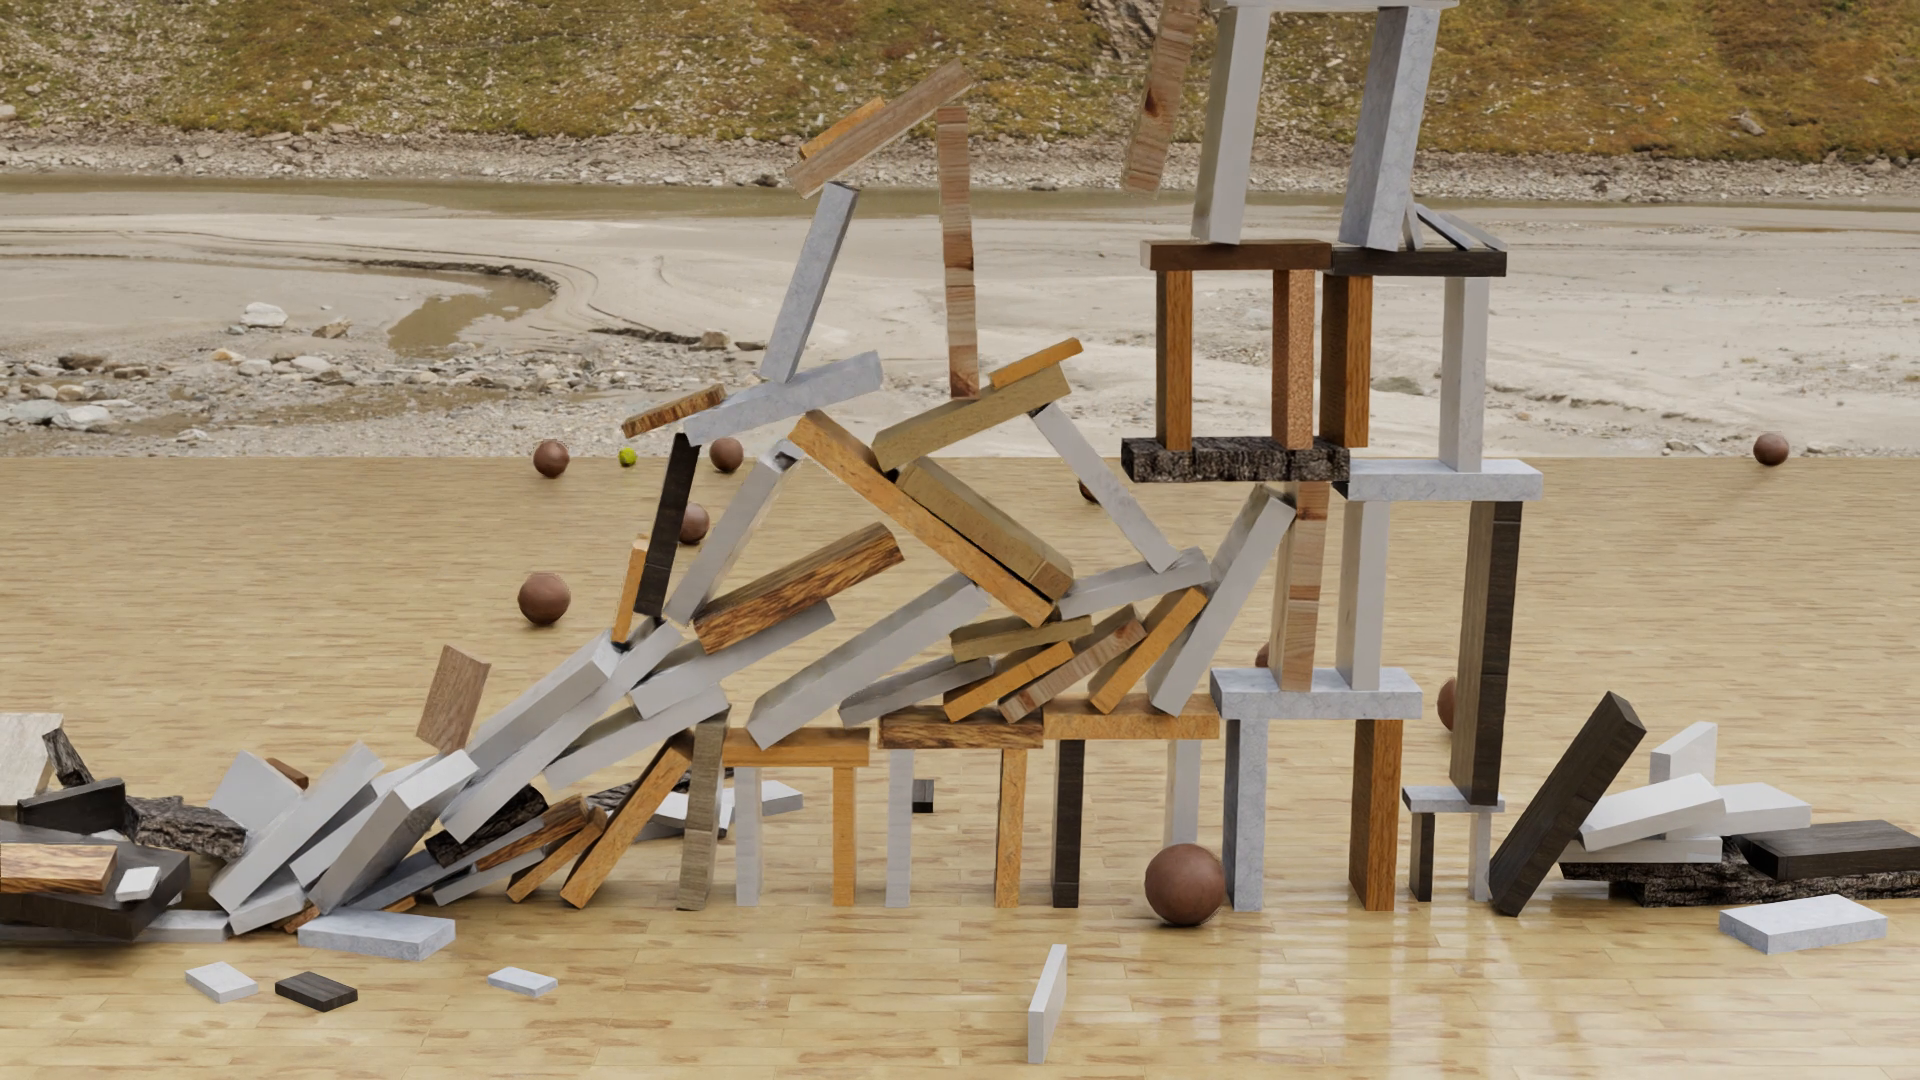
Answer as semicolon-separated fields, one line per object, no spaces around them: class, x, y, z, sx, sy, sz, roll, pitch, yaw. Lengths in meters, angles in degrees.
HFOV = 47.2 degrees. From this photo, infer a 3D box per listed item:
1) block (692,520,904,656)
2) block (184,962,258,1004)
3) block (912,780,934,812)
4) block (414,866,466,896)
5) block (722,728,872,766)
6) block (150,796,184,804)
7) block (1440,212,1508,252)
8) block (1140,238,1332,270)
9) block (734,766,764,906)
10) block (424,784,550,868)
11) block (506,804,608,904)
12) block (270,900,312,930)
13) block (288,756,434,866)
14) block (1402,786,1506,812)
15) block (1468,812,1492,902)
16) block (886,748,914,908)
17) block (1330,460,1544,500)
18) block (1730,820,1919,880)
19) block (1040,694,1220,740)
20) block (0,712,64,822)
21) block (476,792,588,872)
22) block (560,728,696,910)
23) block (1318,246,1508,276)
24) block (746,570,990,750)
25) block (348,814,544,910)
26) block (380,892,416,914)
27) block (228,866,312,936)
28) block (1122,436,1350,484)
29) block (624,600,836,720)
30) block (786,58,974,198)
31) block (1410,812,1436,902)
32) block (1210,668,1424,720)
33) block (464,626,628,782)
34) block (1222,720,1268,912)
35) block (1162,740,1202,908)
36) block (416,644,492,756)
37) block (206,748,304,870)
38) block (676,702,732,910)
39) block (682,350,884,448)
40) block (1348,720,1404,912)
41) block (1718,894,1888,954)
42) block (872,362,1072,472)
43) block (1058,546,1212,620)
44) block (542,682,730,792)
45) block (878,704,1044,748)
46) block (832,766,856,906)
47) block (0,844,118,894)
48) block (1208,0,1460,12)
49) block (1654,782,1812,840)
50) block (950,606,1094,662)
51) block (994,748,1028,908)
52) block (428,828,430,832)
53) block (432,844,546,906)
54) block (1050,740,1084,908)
block;-0.269;0.076;3.606;0.350;0.050;0.175;-26;10;-5
block;-1.097;0.656;3.265;0.059;0.017;0.118;-10;14;-42
block;-0.087;0.486;4.174;0.073;0.021;0.147;0;11;0
block;-0.872;0.556;3.662;0.111;0.016;0.055;-28;14;4
block;-0.267;0.341;3.622;0.237;0.034;0.118;0;10;0
block;-1.525;0.504;4.071;0.164;0.023;0.082;-4;11;-19
block;0.812;-0.486;3.477;0.105;0.015;0.053;26;9;-8
block;0.432;-0.450;3.468;0.281;0.040;0.140;-1;11;-2
block;-0.350;0.474;3.645;0.034;0.237;0.118;0;10;0
block;-0.773;0.466;3.590;0.193;0.027;0.096;-29;17;-20
block;-0.670;0.521;3.658;0.187;0.027;0.094;-39;11;4
block;-1.068;0.593;3.540;0.048;0.014;0.096;-31;7;13
block;-1.004;0.468;3.713;0.307;0.043;0.153;-37;-10;35
block;0.815;0.428;3.636;0.154;0.022;0.077;0;11;1
block;0.863;0.515;3.653;0.022;0.154;0.077;1;11;5
block;-0.099;0.458;3.643;0.038;0.268;0.134;2;10;0
block;0.765;-0.097;3.542;0.308;0.044;0.154;0;10;-1
block;1.467;0.521;3.704;0.289;0.041;0.144;-2;11;-12
block;0.277;0.289;3.615;0.284;0.040;0.142;0;10;0
block;-1.632;0.388;3.706;0.177;0.050;0.355;3;20;-14
block;-0.710;0.484;3.643;0.187;0.027;0.094;-24;16;-2
block;-0.544;0.455;3.644;0.044;0.310;0.155;36;8;-7
block;0.713;-0.441;3.480;0.270;0.038;0.135;0;10;-2
block;-0.148;0.187;3.595;0.434;0.050;0.175;-32;8;6
block;-0.845;0.521;3.612;0.333;0.027;0.096;-26;16;-10
block;-0.923;0.585;3.597;0.055;0.016;0.111;-27;17;-13
block;-1.107;0.574;3.556;0.107;0.030;0.214;-20;10;-5
block;0.438;-0.131;3.528;0.340;0.048;0.170;-1;11;-2
block;-0.388;0.182;3.631;0.350;0.050;0.175;-27;11;-13
block;-0.126;-0.643;3.446;0.316;0.045;0.158;-34;8;3
block;0.768;0.514;3.654;0.022;0.154;0.077;0;11;0
block;0.580;0.251;3.605;0.322;0.046;0.161;0;11;0
block;-0.678;0.265;3.576;0.297;0.042;0.148;-37;14;14
block;0.470;0.432;3.636;0.046;0.322;0.161;0;11;-1
block;0.367;0.449;3.646;0.040;0.284;0.142;2;11;0
block;-0.812;0.257;3.523;0.081;0.162;0.023;24;11;24
block;-1.220;0.481;3.811;0.047;0.165;0.330;35;-12;-34
block;-0.422;0.437;3.635;0.044;0.310;0.155;7;10;-2
block;-0.279;-0.228;3.511;0.310;0.044;0.155;-17;12;6
block;0.686;0.432;3.637;0.046;0.322;0.161;1;11;0
block;1.335;0.608;3.484;0.230;0.033;0.115;-4;11;-19
block;0.019;-0.203;3.516;0.321;0.046;0.161;-23;9;5
block;0.279;0.070;3.568;0.247;0.035;0.124;-15;10;2
block;-0.533;0.308;3.600;0.310;0.044;0.155;-26;10;-6
block;0.000;0.306;3.614;0.268;0.038;0.134;0;11;0
block;-0.191;0.474;3.647;0.034;0.237;0.118;0;11;0
block;-1.396;0.501;3.353;0.193;0.027;0.096;2;23;-7
block;0.575;-0.848;3.405;0.354;0.050;0.177;-1;11;-2
block;1.256;0.450;3.658;0.271;0.038;0.135;-3;11;-15
block;0.099;0.149;3.582;0.228;0.032;0.114;-12;10;0
block;0.083;0.458;3.643;0.038;0.268;0.134;3;11;0
block;-1.053;0.516;4.005;0.167;0.024;0.083;-4;11;-18
block;-0.781;0.543;3.655;0.187;0.027;0.094;-24;13;-4
block;0.178;0.449;3.645;0.040;0.284;0.142;2;11;0
